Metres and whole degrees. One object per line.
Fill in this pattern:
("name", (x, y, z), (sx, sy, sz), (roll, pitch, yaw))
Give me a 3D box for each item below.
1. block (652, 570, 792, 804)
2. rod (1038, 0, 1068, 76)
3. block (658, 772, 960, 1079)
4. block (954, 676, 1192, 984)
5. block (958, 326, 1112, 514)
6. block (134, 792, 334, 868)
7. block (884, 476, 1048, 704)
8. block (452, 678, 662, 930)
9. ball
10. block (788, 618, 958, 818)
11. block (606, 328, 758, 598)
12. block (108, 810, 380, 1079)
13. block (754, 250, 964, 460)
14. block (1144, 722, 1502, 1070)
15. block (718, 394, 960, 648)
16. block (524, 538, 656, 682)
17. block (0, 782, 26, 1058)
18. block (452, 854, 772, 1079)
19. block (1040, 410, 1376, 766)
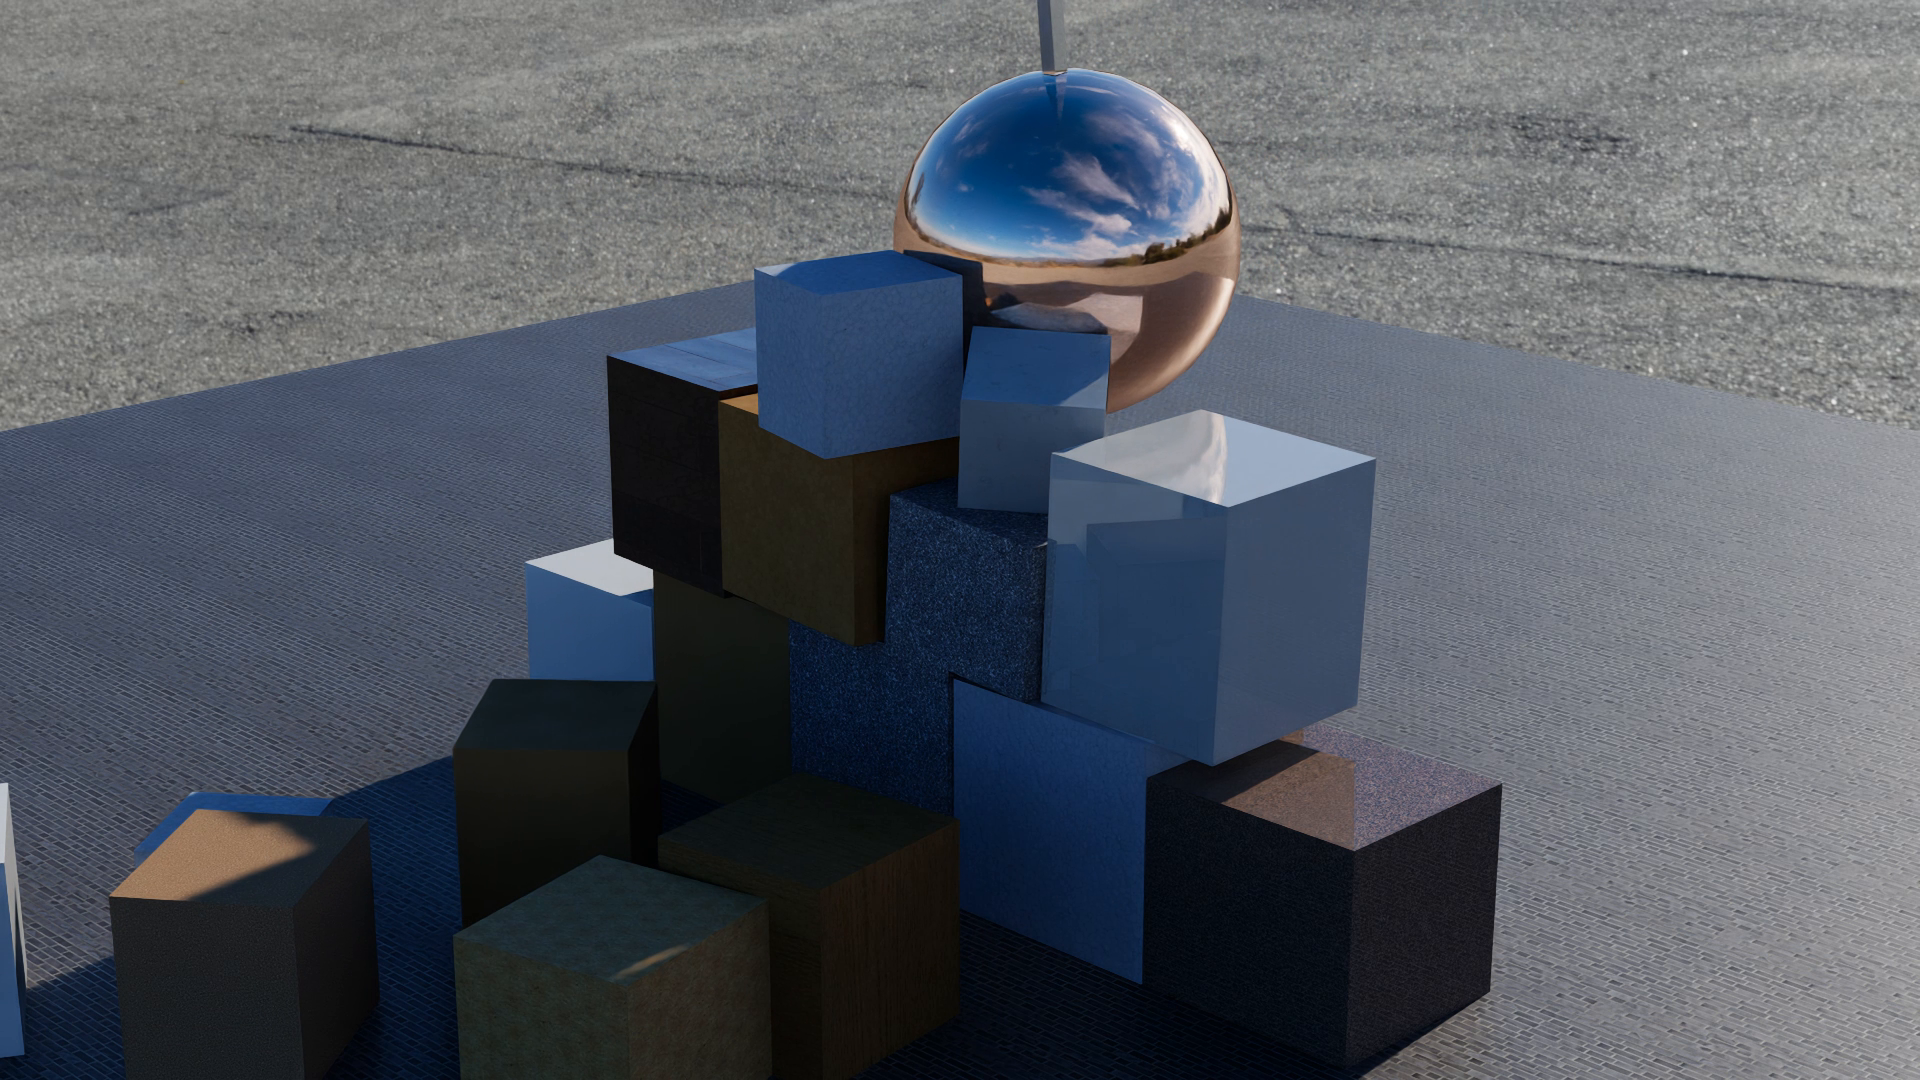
("block", (-0.782, 0.667, 14.398), (0.973, 1.094, 1.041), (-17, 24, -42))
("rod", (0.213, -4.494, 12.152), (0.080, 5.200, 0.080), (17, 31, 42))
("block", (-0.603, 1.570, 11.898), (0.847, 0.871, 0.873), (13, 22, 36))
("block", (0.737, 1.131, 12.942), (1.042, 1.082, 1.122), (-17, 24, -42))
("block", (0.325, -0.515, 12.694), (0.607, 0.555, 0.593), (4, 36, 3))
("block", (-3.078, 1.500, 12.546), (0.638, 0.615, 0.645), (2, 18, 7))
("block", (0.259, 0.163, 12.858), (0.852, 0.698, 0.784), (21, 27, 41))
("block", (-1.768, 1.195, 13.035), (0.751, 0.903, 0.859), (1, 17, 3))
("ball", (0.490, -1.355, 13.430), (1.600, 1.600, 1.600), (0, 17, 0))
("block", (-0.034, 0.867, 13.676), (1.085, 1.145, 1.052), (-16, 24, -42))
("block", (-1.051, -0.401, 14.290), (0.945, 1.009, 0.920), (-14, 22, -38))
("block", (-2.845, 1.644, 11.751), (0.736, 0.816, 0.872), (2, 18, 8))
("block", (-0.444, -0.827, 12.898), (0.696, 0.721, 0.618), (-11, 21, -29))
("block", (1.499, 1.438, 12.198), (0.985, 0.942, 1.070), (-17, 24, -42))
("block", (-0.414, -0.173, 13.551), (0.964, 0.915, 1.045), (-13, 22, -36))
("block", (-1.518, 0.542, 15.127), (0.991, 0.895, 1.016), (-17, 24, -42))
("block", (-4.226, 1.574, 11.942), (0.730, 0.837, 0.863), (-5, 18, -16))
("block", (-1.329, 1.806, 11.334), (0.827, 0.758, 0.892), (10, 20, 30))
("block", (1.036, 0.173, 12.319), (0.940, 1.106, 0.976), (19, 25, 40))
